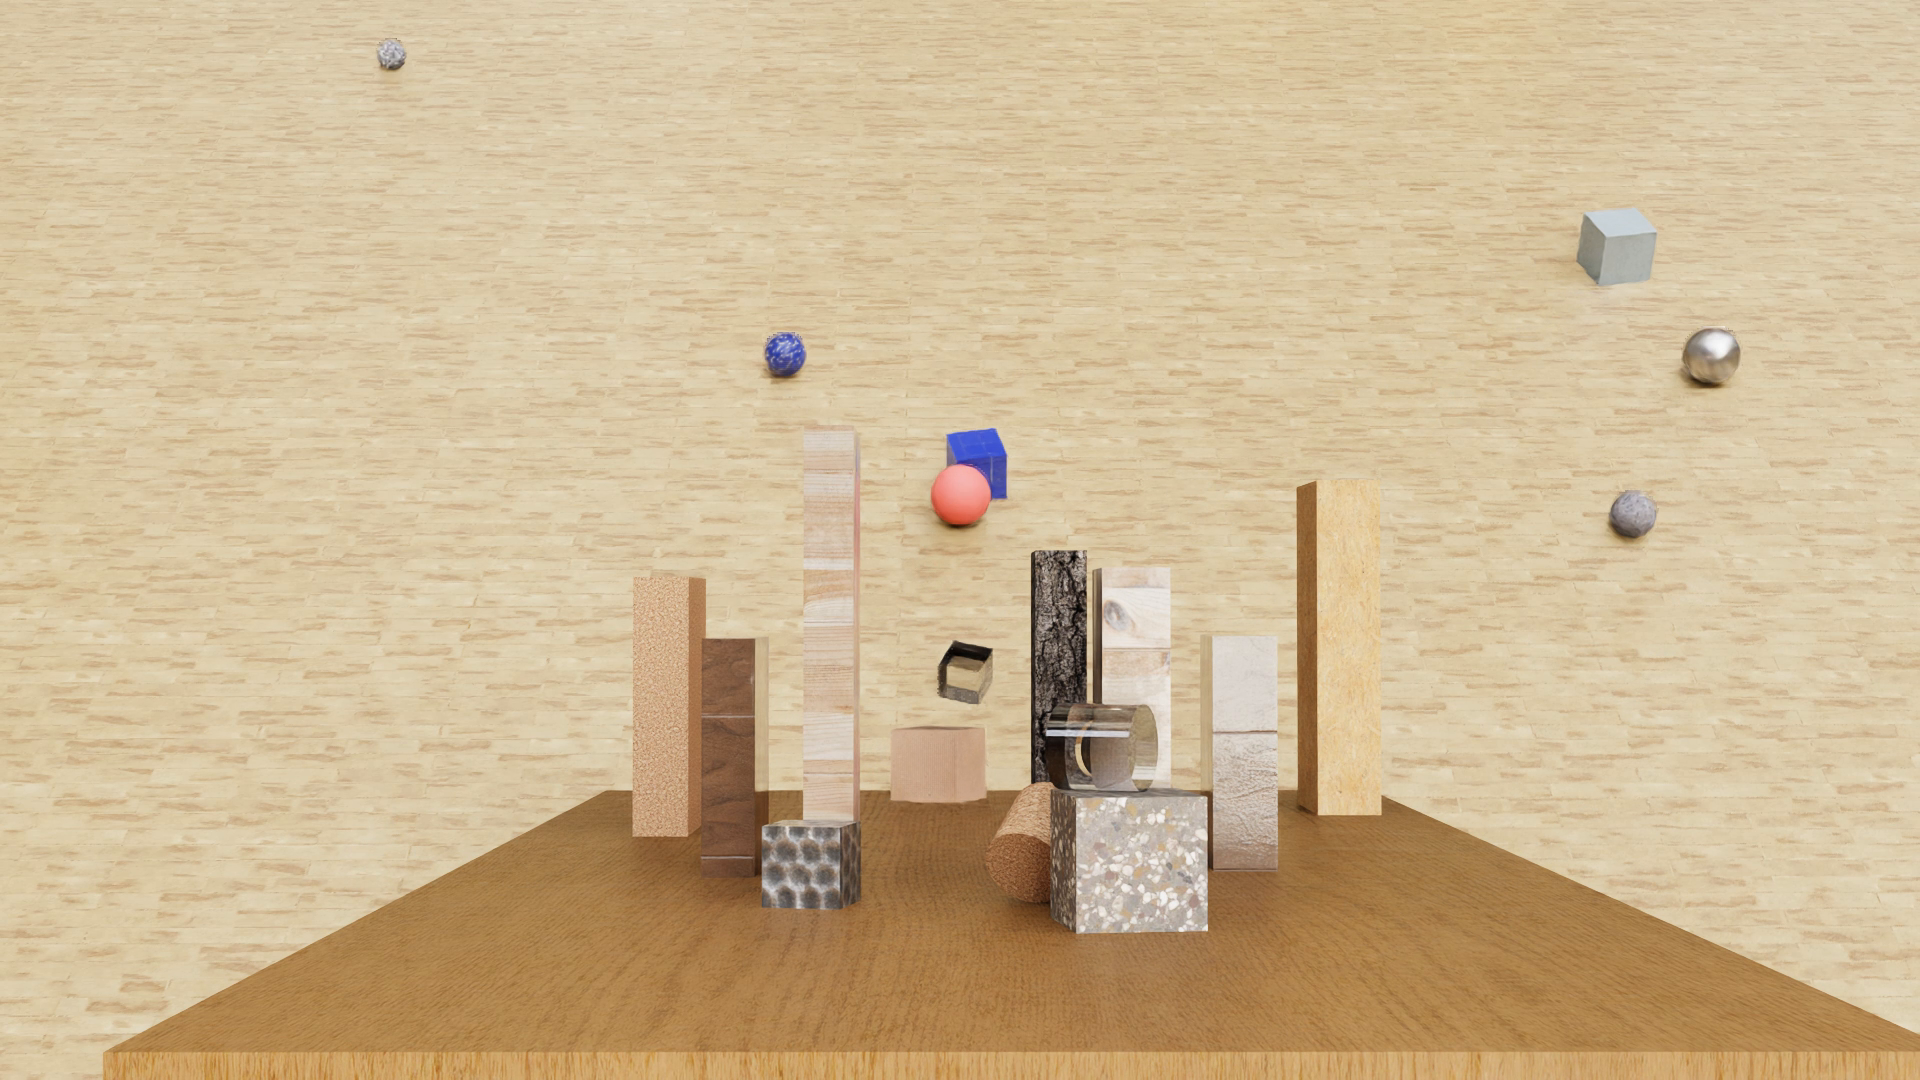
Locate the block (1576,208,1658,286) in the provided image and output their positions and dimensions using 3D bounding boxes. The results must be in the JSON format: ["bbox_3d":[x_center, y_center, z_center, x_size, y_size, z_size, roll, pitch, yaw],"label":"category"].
[{"bbox_3d":[2.349,-1.050,9.288,0.195,0.195,0.195,-7,35,-10],"label":"block"}]

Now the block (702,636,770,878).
[{"bbox_3d":[-0.412,0.391,4.778,0.095,0.424,0.335,0,-1,0],"label":"block"}]

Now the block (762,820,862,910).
[{"bbox_3d":[-0.239,0.523,4.196,0.130,0.130,0.130,0,-2,13],"label":"block"}]

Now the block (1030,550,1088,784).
[{"bbox_3d":[0.169,0.308,4.474,0.086,0.575,0.277,0,-1,0],"label":"block"}]

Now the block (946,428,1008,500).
[{"bbox_3d":[0.052,-0.232,8.110,0.159,0.159,0.159,-7,35,-10],"label":"block"}]

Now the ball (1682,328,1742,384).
[{"bbox_3d":[2.507,-0.615,8.652,0.187,0.187,0.187,0,34,0],"label":"ball"}]

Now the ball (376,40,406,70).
[{"bbox_3d":[-2.361,-2.013,10.776,0.119,0.119,0.119,0,34,0],"label":"ball"}]

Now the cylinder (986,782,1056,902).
[{"bbox_3d":[0.131,0.493,4.233,0.140,0.140,0.140,12,35,17],"label":"cylinder"}]

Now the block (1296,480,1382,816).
[{"bbox_3d":[0.898,0.252,6.170,0.146,0.772,0.360,0,-1,0],"label":"block"}]

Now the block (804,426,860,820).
[{"bbox_3d":[-0.217,0.204,4.415,0.083,0.780,0.282,0,-1,0],"label":"block"}]

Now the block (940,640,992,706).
[{"bbox_3d":[0.017,0.372,7.256,0.117,0.117,0.117,12,36,17],"label":"block"}]

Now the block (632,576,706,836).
[{"bbox_3d":[-0.627,0.353,5.620,0.116,0.543,0.373,0,-1,0],"label":"block"}]

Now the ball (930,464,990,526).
[{"bbox_3d":[0.002,-0.137,7.948,0.185,0.185,0.185,0,34,0],"label":"ball"}]

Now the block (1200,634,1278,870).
[{"bbox_3d":[0.519,0.391,4.843,0.118,0.426,0.244,0,-1,0],"label":"block"}]

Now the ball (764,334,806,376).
[{"bbox_3d":[-0.585,-0.620,8.701,0.140,0.140,0.140,0,34,0],"label":"ball"}]

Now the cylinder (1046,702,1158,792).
[{"bbox_3d":[0.218,0.317,3.974,0.134,0.134,0.134,-1,32,24],"label":"cylinder"}]

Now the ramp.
[{"bbox_3d":[0.075,0.653,4.797,2.000,0.100,4.000,0,-1,0],"label":"ramp"}]

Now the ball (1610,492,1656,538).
[{"bbox_3d":[2.047,-0.076,7.898,0.139,0.139,0.139,0,34,0],"label":"ball"}]

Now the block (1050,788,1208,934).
[{"bbox_3d":[0.253,0.482,3.929,0.198,0.198,0.198,0,-1,-9],"label":"block"}]

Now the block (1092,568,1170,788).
[{"bbox_3d":[0.275,0.317,4.194,0.106,0.541,0.296,0,-1,0],"label":"block"}]

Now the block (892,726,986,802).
[{"bbox_3d":[-0.053,0.558,6.471,0.176,0.176,0.176,-1,-2,25],"label":"block"}]
